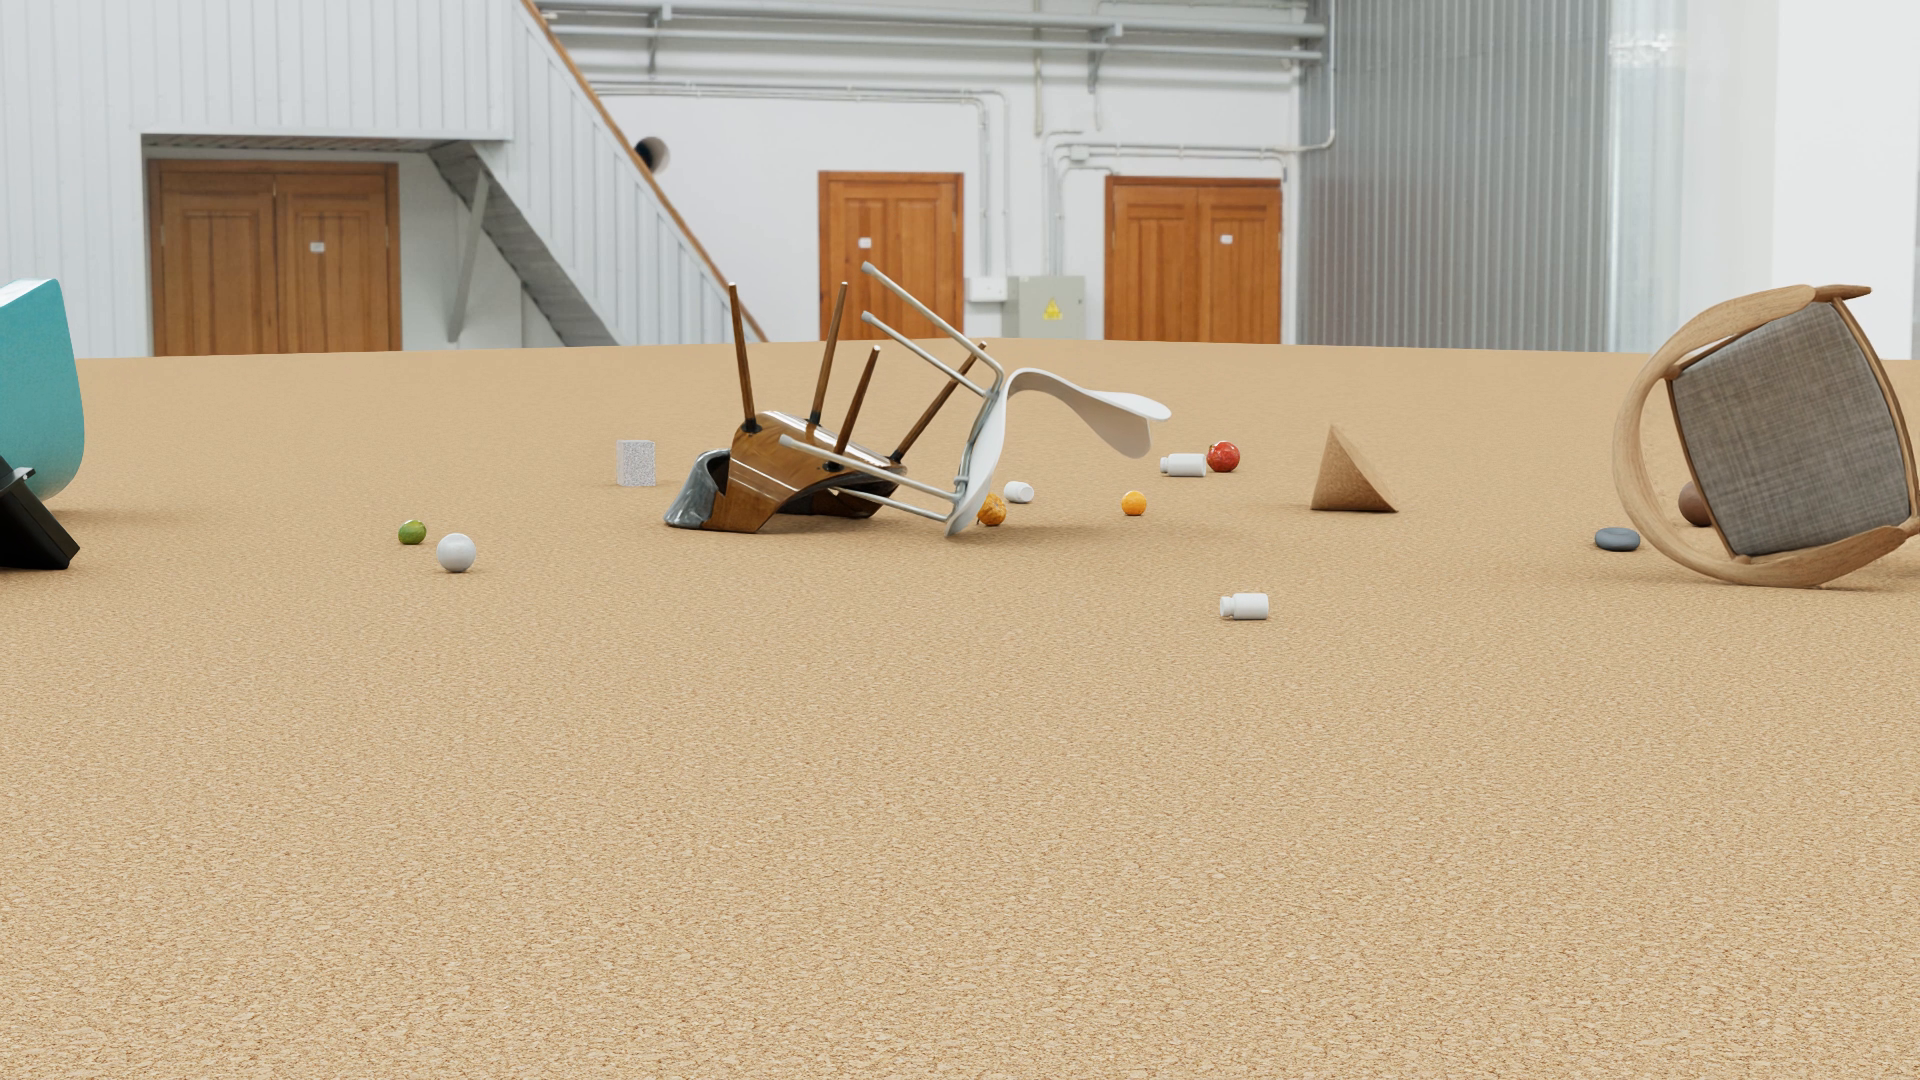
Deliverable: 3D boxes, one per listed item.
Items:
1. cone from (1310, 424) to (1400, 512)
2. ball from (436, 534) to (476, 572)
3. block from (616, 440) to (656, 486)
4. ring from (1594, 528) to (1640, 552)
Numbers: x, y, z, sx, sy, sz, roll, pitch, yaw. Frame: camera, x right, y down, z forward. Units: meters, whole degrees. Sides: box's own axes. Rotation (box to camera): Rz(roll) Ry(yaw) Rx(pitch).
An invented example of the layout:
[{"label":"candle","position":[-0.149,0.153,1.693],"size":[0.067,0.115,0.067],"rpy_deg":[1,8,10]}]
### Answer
[{"label":"cone","position":[1.060,-0.144,7.214],"size":[0.196,0.308,0.325],"rpy_deg":[-38,-25,14]},{"label":"ball","position":[-1.120,0.028,5.707],"size":[0.088,0.088,0.088],"rpy_deg":[0,6,0]},{"label":"block","position":[-1.024,-0.243,8.099],"size":[0.099,0.138,0.126],"rpy_deg":[-2,6,-18]},{"label":"ring","position":[1.600,-0.002,6.245],"size":[0.108,0.039,0.264],"rpy_deg":[0,6,11]}]
